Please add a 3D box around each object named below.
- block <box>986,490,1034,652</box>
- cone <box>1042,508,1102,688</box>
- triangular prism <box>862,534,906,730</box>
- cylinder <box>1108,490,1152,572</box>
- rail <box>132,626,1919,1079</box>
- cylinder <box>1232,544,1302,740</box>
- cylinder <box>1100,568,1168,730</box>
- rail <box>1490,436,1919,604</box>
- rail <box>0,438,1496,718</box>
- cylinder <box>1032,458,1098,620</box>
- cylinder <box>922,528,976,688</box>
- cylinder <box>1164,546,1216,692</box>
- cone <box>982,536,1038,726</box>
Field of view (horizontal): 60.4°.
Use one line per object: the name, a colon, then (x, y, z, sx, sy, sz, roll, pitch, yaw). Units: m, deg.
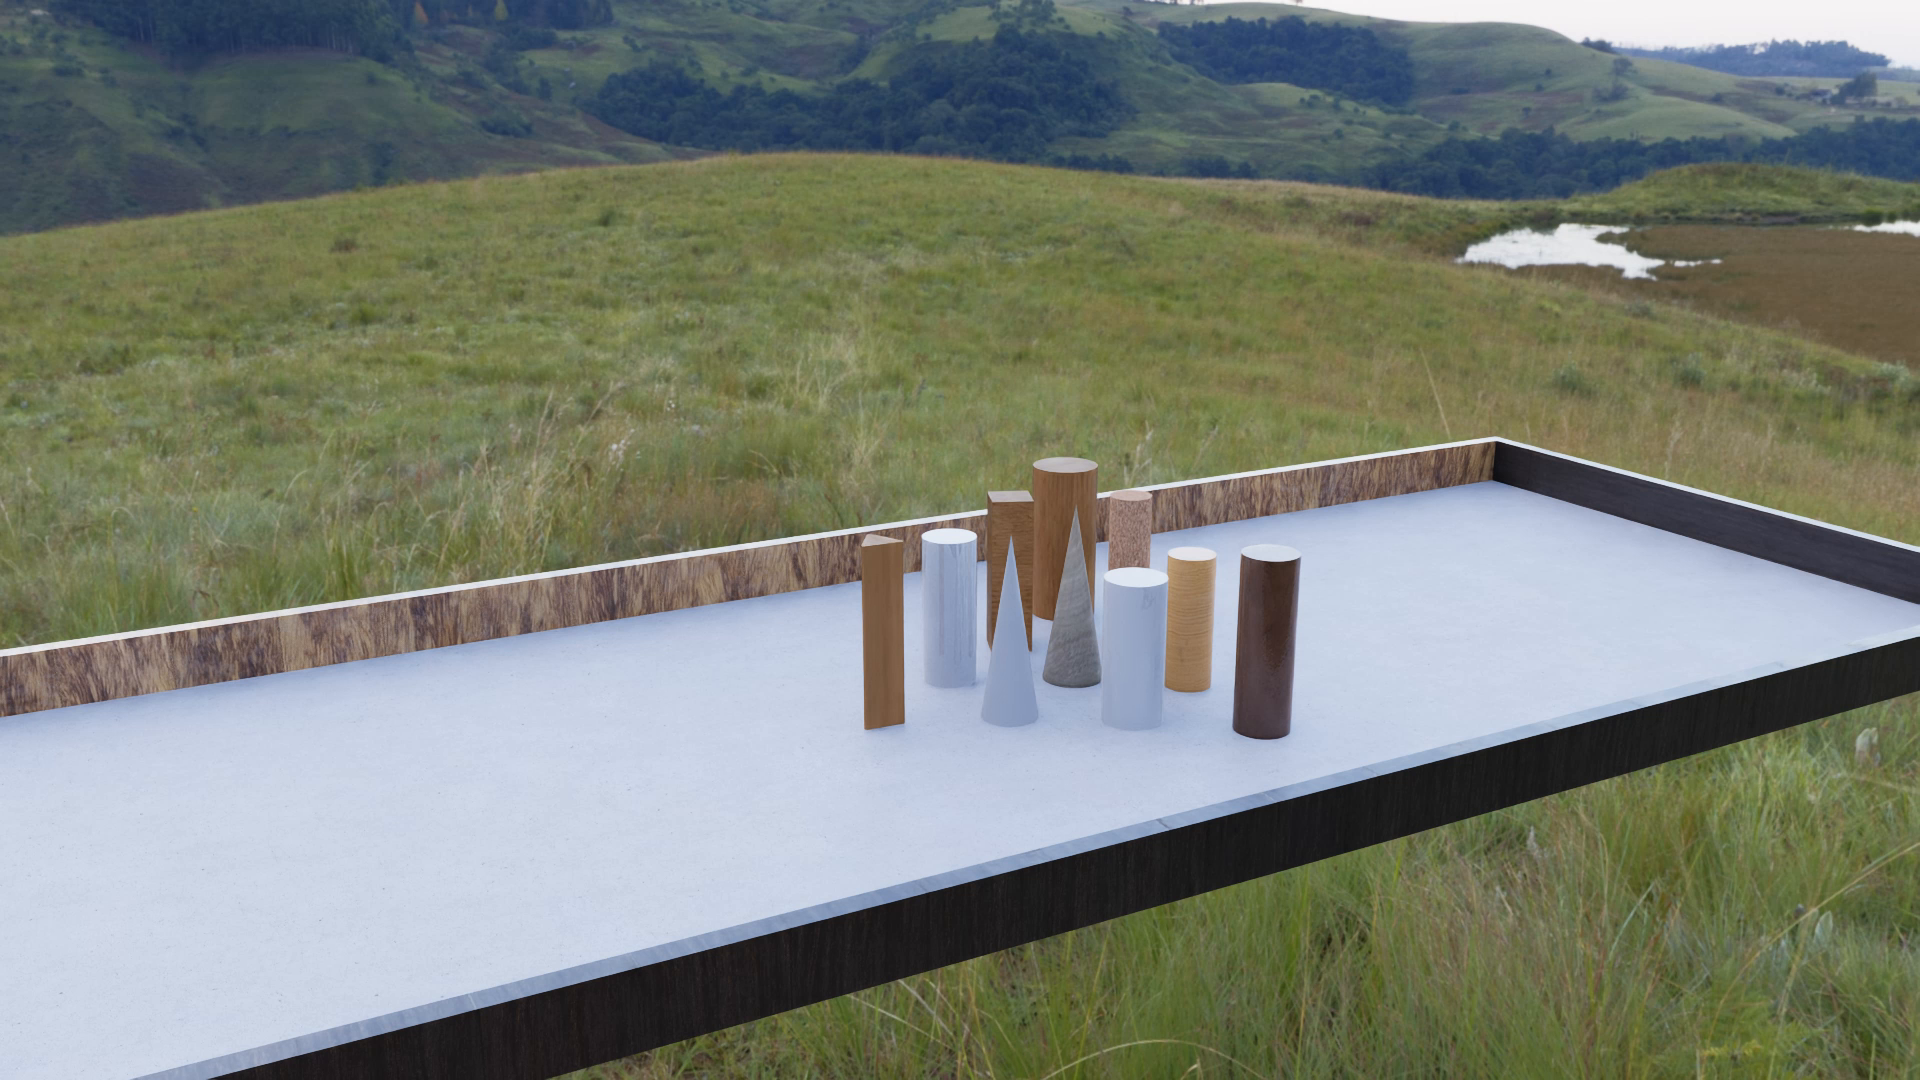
block: (0.131, 0.083, 4.343, 0.108, 0.410, 0.108, -2, 16, -6)
cone: (0.285, 0.128, 4.110, 0.154, 0.455, 0.154, 0, 16, 0)
triangular prism: (-0.194, 0.212, 3.843, 0.101, 0.447, 0.087, -7, 18, -24)
cylinder: (0.448, 0.078, 4.370, 0.110, 0.406, 0.110, 0, 16, 0)
rail: (-2.336, 1.006, 1.665, 12.000, 0.150, 0.050, -9, 18, -27)
cylinder: (0.705, 0.234, 3.797, 0.135, 0.429, 0.135, 0, 16, 0)
cylinder: (0.408, 0.254, 3.865, 0.150, 0.352, 0.150, 0, 16, 0)
rail: (2.466, -0.048, 5.253, 0.050, 0.150, 2.100, -9, 18, -27)
rail: (-3.305, 0.497, 3.399, 12.000, 0.150, 0.050, -9, 18, -27)
cylinder: (0.291, -0.003, 4.609, 0.179, 0.426, 0.179, 0, 16, 0)
cylinder: (-0.026, 0.170, 4.114, 0.136, 0.374, 0.136, 0, 16, 0)
cylinder: (0.568, 0.197, 4.081, 0.119, 0.340, 0.119, 0, 16, 0)
cone: (0.118, 0.202, 3.866, 0.137, 0.452, 0.137, 0, 16, 0)
